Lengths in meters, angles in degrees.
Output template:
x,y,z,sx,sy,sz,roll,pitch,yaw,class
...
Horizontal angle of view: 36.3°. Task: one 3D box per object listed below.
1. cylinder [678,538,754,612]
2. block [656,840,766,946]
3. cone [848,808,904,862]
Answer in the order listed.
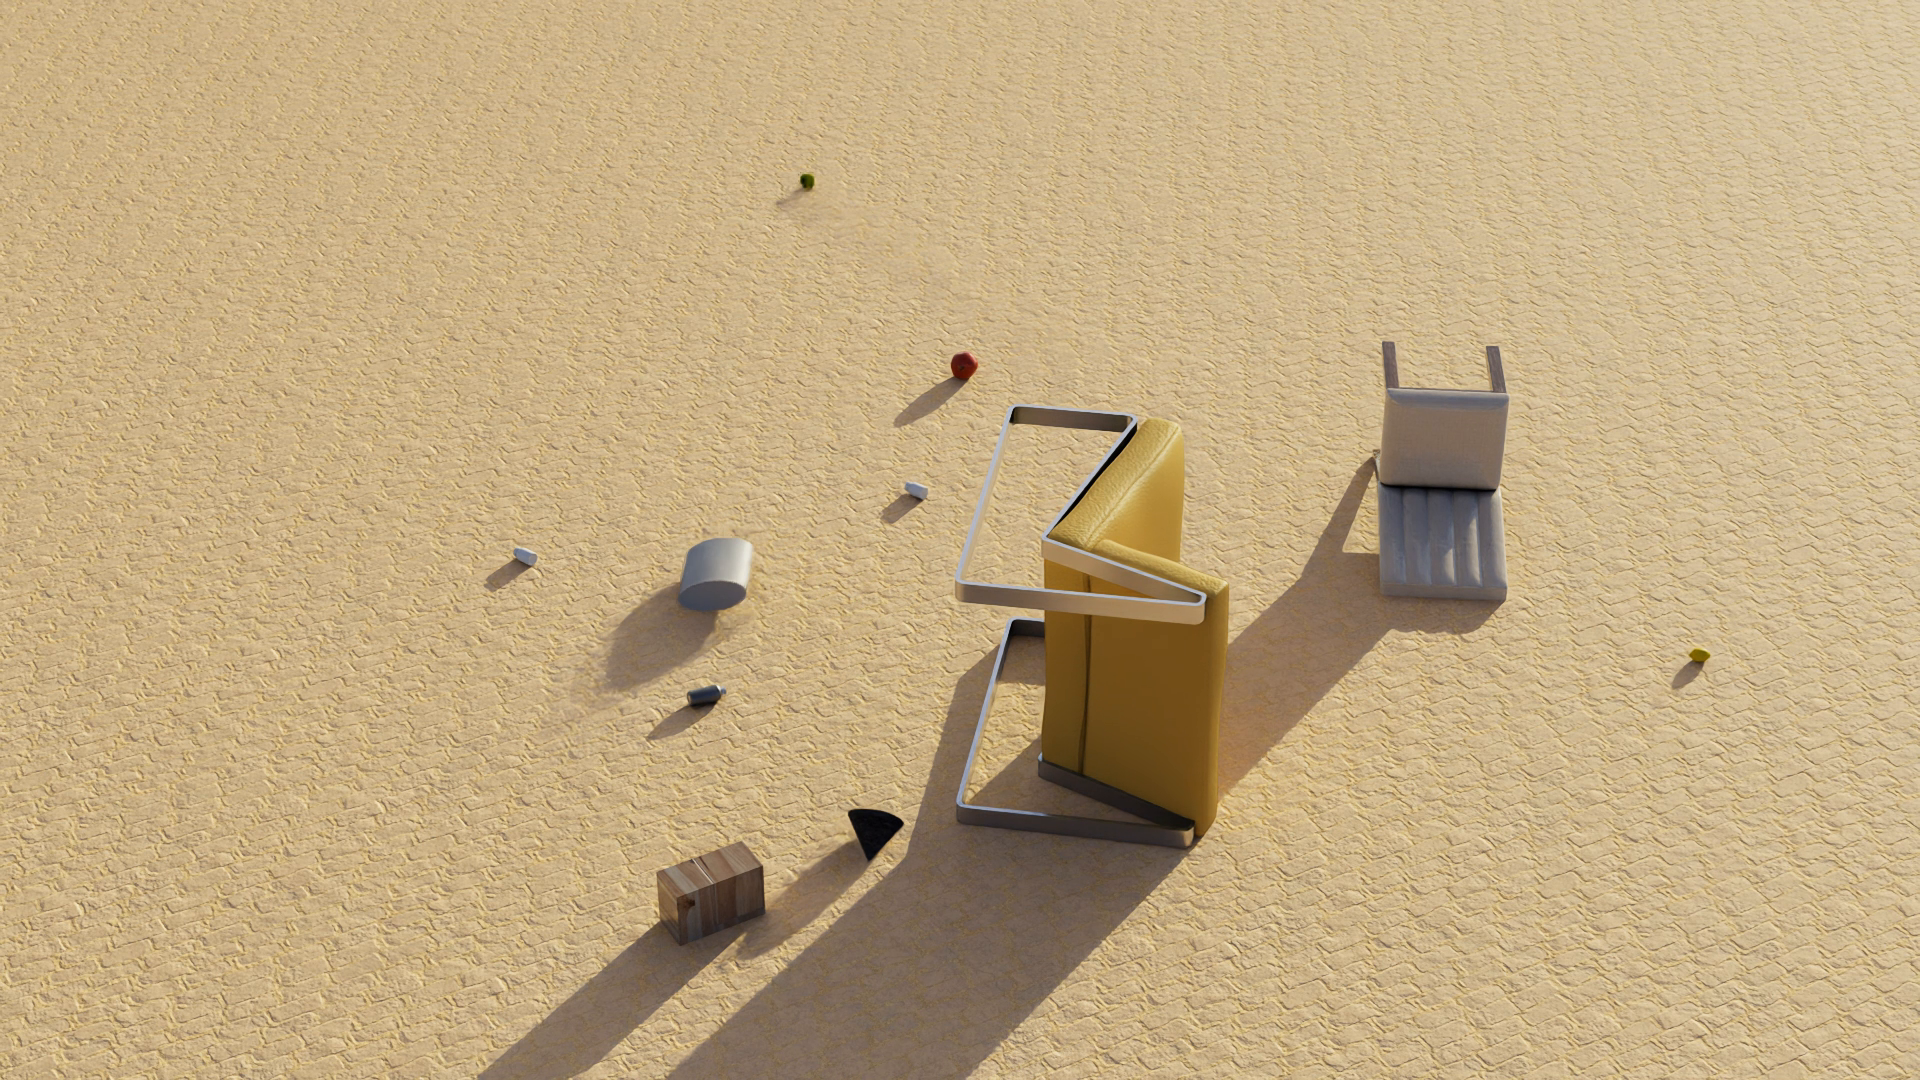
x,y,z,sx,sy,sz,roll,pitch,yaw,class
-0.883,0.125,10.630,0.250,0.131,0.279,-9,33,8,cylinder
-0.772,1.096,9.103,0.298,0.195,0.141,-18,38,-25,block
-0.283,0.964,9.410,0.170,0.190,0.149,-20,53,47,cone
